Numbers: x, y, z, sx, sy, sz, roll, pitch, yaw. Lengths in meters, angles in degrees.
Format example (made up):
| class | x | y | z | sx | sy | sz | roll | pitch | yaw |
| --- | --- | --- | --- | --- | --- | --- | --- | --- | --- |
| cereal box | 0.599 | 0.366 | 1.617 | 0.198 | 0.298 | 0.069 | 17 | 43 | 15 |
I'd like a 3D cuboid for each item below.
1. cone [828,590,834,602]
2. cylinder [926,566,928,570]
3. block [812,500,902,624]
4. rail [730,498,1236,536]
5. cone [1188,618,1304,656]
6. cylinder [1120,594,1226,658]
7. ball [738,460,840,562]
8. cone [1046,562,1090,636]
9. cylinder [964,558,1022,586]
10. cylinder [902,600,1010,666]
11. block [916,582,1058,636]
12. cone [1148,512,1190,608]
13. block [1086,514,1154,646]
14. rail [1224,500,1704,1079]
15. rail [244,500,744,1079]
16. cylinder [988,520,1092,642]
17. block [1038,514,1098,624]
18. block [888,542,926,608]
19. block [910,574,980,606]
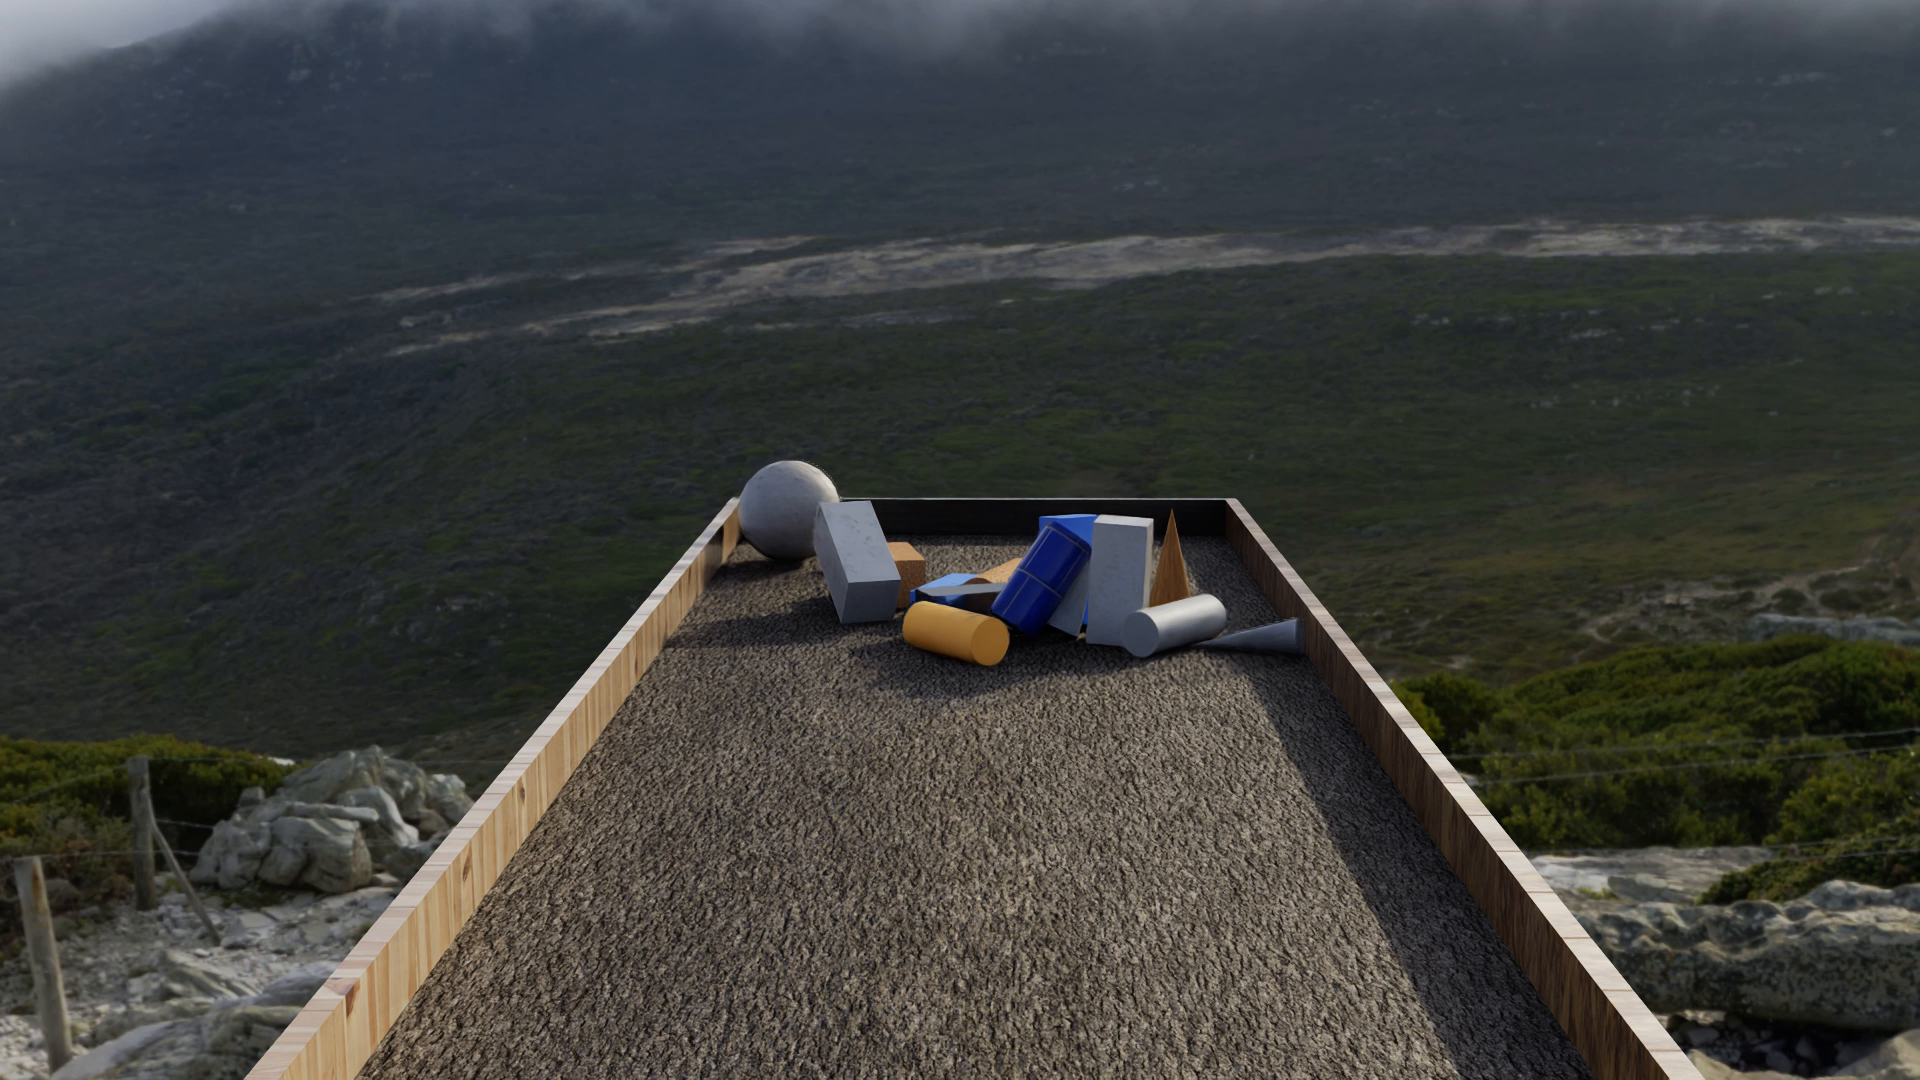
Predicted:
| class | x | y | z | sx | sy | sz | roll | pitch | yaw |
| --- | --- | --- | --- | --- | --- | --- | --- | --- | --- |
| cone | -0.415 | 0.028 | 7.628 | 0.162 | 0.162 | 0.375 | -3 | 53 | -19 |
| cylinder | -0.271 | 0.076 | 8.198 | 0.103 | 0.103 | 0.447 | -5 | 10 | -28 |
| block | -0.349 | 0.071 | 7.385 | 0.180 | 0.180 | 0.411 | -3 | 41 | -19 |
| rail | 0.099 | -0.098 | 9.147 | 2.100 | 0.150 | 0.050 | 0 | 9 | 1 |
| cone | 0.874 | 0.316 | 6.834 | 0.373 | 0.114 | 0.114 | -6 | 6 | 22 |
| cylinder | 0.670 | 0.266 | 6.876 | 0.142 | 0.142 | 0.382 | 7 | 11 | 38 |
| ball | -0.654 | -0.110 | 8.446 | 0.394 | 0.394 | 0.394 | 0 | 9 | 0 |
| cone | 0.395 | 0.122 | 7.033 | 0.119 | 0.362 | 0.119 | 23 | -2 | 1 |
| cylinder | 0.139 | 0.163 | 7.531 | 0.141 | 0.141 | 0.422 | 3 | 10 | 20 |
| cylinder | -0.014 | 0.285 | 6.741 | 0.148 | 0.148 | 0.346 | -7 | 11 | -37 |
| block | 0.088 | 0.227 | 7.105 | 0.441 | 0.148 | 0.148 | -4 | 10 | -22 |
| cone | 0.688 | 0.090 | 7.169 | 0.176 | 0.398 | 0.176 | 0 | 9 | 0 |
| block | 0.506 | 0.128 | 6.940 | 0.172 | 0.385 | 0.172 | 5 | 10 | 11 |
| rail | 1.046 | 0.843 | 3.208 | 0.050 | 0.150 | 12.000 | 0 | 9 | 1 |
| rail | -1.004 | 0.839 | 3.234 | 0.050 | 0.150 | 12.000 | 0 | 9 | 1 |
| cylinder | 0.260 | 0.129 | 6.971 | 0.179 | 0.347 | 0.179 | 35 | -4 | 3 |
| block | 0.374 | 0.096 | 7.238 | 0.160 | 0.350 | 0.160 | -4 | 4 | -25 |
| block | -0.235 | 0.121 | 7.721 | 0.164 | 0.164 | 0.396 | -2 | 9 | -10 |
| block | -0.046 | 0.198 | 7.418 | 0.108 | 0.108 | 0.374 | 4 | 10 | 22 |
